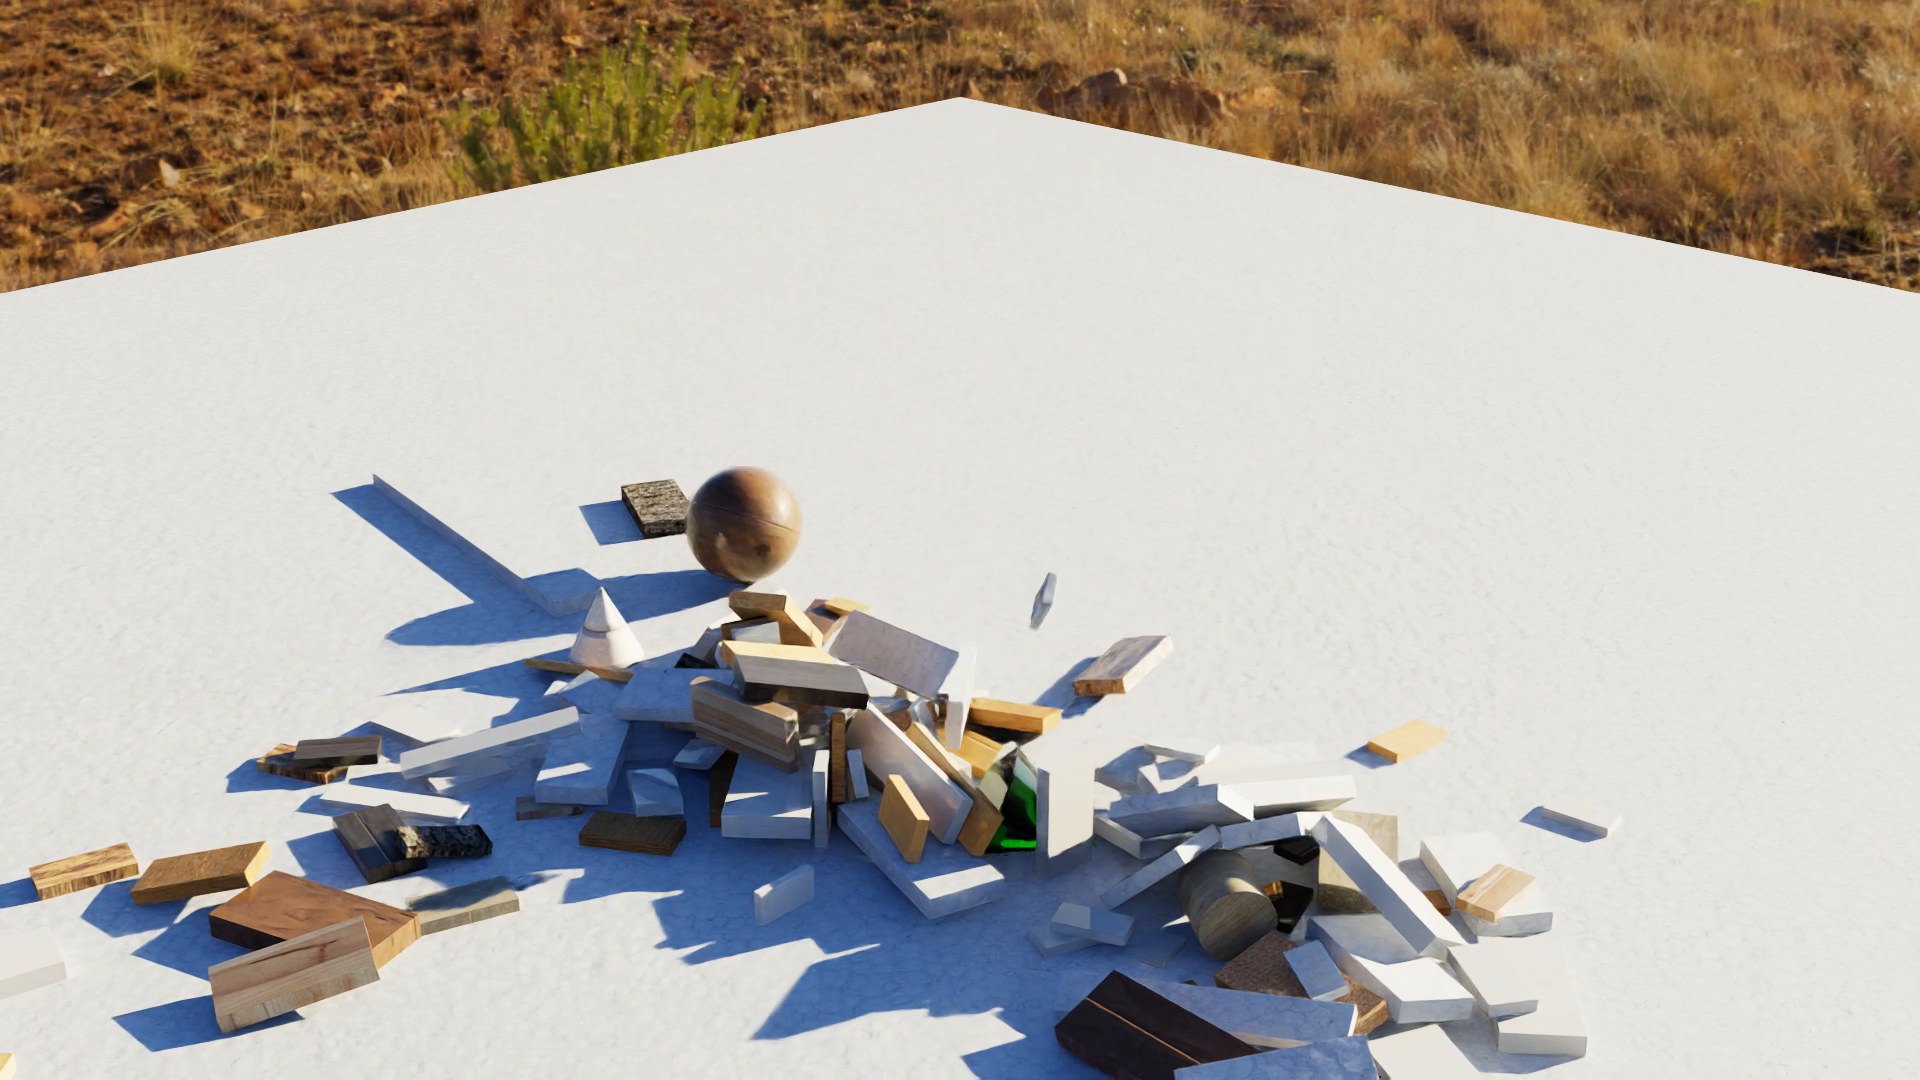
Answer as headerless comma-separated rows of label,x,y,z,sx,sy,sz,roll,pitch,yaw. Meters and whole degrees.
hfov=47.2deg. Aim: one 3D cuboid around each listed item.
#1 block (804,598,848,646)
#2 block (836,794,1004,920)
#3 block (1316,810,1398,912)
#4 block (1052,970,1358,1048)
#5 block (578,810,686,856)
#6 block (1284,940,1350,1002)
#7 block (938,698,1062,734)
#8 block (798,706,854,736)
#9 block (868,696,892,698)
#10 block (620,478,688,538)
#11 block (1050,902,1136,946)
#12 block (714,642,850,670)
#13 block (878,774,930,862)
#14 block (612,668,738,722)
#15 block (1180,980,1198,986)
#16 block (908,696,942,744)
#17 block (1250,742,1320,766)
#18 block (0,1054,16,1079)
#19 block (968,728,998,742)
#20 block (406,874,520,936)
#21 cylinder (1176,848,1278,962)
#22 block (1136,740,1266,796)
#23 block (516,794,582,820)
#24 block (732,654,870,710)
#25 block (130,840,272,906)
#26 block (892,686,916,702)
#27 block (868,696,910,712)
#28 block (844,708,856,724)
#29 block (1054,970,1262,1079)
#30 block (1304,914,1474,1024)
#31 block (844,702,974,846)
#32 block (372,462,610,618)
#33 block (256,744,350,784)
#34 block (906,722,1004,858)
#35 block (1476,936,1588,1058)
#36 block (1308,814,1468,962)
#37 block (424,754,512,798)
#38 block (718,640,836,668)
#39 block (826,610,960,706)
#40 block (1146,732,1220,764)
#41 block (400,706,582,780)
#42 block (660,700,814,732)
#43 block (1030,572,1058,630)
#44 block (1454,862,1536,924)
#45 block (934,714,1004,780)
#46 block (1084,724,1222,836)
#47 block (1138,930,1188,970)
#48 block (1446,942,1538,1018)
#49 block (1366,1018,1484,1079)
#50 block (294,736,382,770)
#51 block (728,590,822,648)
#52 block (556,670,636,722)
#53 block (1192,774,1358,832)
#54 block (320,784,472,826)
block,-0.336,0.196,5.265,0.093,0.026,0.196,7,24,16
block,-0.081,0.597,4.234,0.157,0.044,0.391,-12,26,-26
block,0.763,0.612,4.215,0.147,0.042,0.293,5,24,9
block,0.412,0.801,3.733,0.510,0.025,0.090,2,39,22
block,-0.648,0.581,4.358,0.189,0.027,0.094,5,24,12
block,0.611,0.743,3.776,0.067,0.019,0.134,-20,28,-4
block,0.088,0.378,4.774,0.239,0.034,0.120,7,7,21
block,-0.307,0.360,4.568,0.092,0.026,0.184,-41,24,-29
block,-0.199,0.370,4.865,0.136,0.019,0.068,0,23,-1
block,-0.808,-0.086,5.910,0.147,0.042,0.294,-8,24,-18
block,0.244,0.703,4.027,0.142,0.020,0.071,9,25,20
block,-0.374,0.282,4.771,0.302,0.033,0.118,11,15,-20
block,-0.108,0.532,4.210,0.026,0.091,0.182,6,19,-23
block,-0.597,0.328,4.660,0.258,0.037,0.129,0,37,27
block,0.361,0.810,3.827,0.142,0.020,0.071,-10,25,-23
block,-0.073,0.383,4.535,0.015,0.106,0.053,-14,16,27
block,0.596,0.481,4.574,0.313,0.041,0.146,-3,23,-7
block,-1.693,0.891,3.618,0.230,0.033,0.115,0,23,1
block,0.022,0.427,4.735,0.104,0.015,0.052,11,26,25
block,-0.931,0.683,4.116,0.189,0.027,0.094,-12,26,-25
cylinder,0.485,0.665,4.005,0.148,0.148,0.148,-4,23,-10
block,0.497,0.483,4.409,0.257,0.036,0.128,-12,40,-27
block,-0.834,0.539,4.466,0.131,0.019,0.066,-4,23,-10
block,-0.326,0.289,4.487,0.259,0.037,0.130,7,20,-18
block,-1.438,0.631,4.168,0.230,0.033,0.115,-10,22,8
block,-0.125,0.355,4.844,0.052,0.015,0.104,32,12,-1
block,-0.160,0.345,4.620,0.053,0.015,0.106,-17,10,-36
block,-0.306,0.362,4.649,0.191,0.027,0.095,-3,32,40
block,0.374,0.862,3.604,0.449,0.044,0.156,23,49,40
block,0.749,0.747,3.854,0.147,0.042,0.311,3,17,-23
block,-0.108,0.457,4.369,0.027,0.095,0.442,19,11,-35
block,-1.244,-0.017,5.747,0.147,0.042,1.080,-16,28,-34
block,-1.380,0.470,4.622,0.170,0.024,0.085,8,24,18
block,-0.028,0.485,4.317,0.026,0.091,0.392,25,10,-32
block,0.994,0.793,3.838,0.146,0.041,0.292,2,23,5
block,0.777,0.632,3.987,0.156,0.044,0.311,24,20,-52
block,-1.022,0.492,4.573,0.161,0.023,0.081,-14,27,-30
block,-0.384,0.261,4.703,0.236,0.033,0.118,6,17,-34
block,-0.142,0.261,4.939,0.387,0.034,0.120,20,75,47
block,0.450,0.421,4.448,0.134,0.019,0.067,9,21,30
block,-0.984,0.425,4.613,0.375,0.023,0.081,-15,25,-10
block,-0.474,0.353,4.630,0.387,0.037,0.130,1,39,45
block,0.168,0.124,4.433,0.019,0.136,0.068,14,64,-5
block,0.996,0.654,4.083,0.080,0.023,0.160,19,29,37
block,0.008,0.442,4.661,0.268,0.026,0.092,22,38,38
block,0.415,0.487,4.449,0.347,0.036,0.128,22,38,18
block,0.368,0.743,3.991,0.049,0.014,0.097,14,27,30
block,0.924,0.763,3.824,0.090,0.025,0.179,-5,23,-10
block,0.863,0.998,3.357,0.144,0.041,0.943,-7,24,-16
block,-1.306,0.445,4.618,0.170,0.024,0.085,-3,23,-7
block,-0.415,0.184,4.994,0.129,0.037,0.368,4,-15,10
block,-0.789,0.357,4.827,0.185,0.026,0.093,26,47,32
block,0.591,0.506,4.223,0.314,0.044,0.157,0,-24,-32
block,-1.148,0.537,4.471,0.303,0.019,0.066,6,24,14
